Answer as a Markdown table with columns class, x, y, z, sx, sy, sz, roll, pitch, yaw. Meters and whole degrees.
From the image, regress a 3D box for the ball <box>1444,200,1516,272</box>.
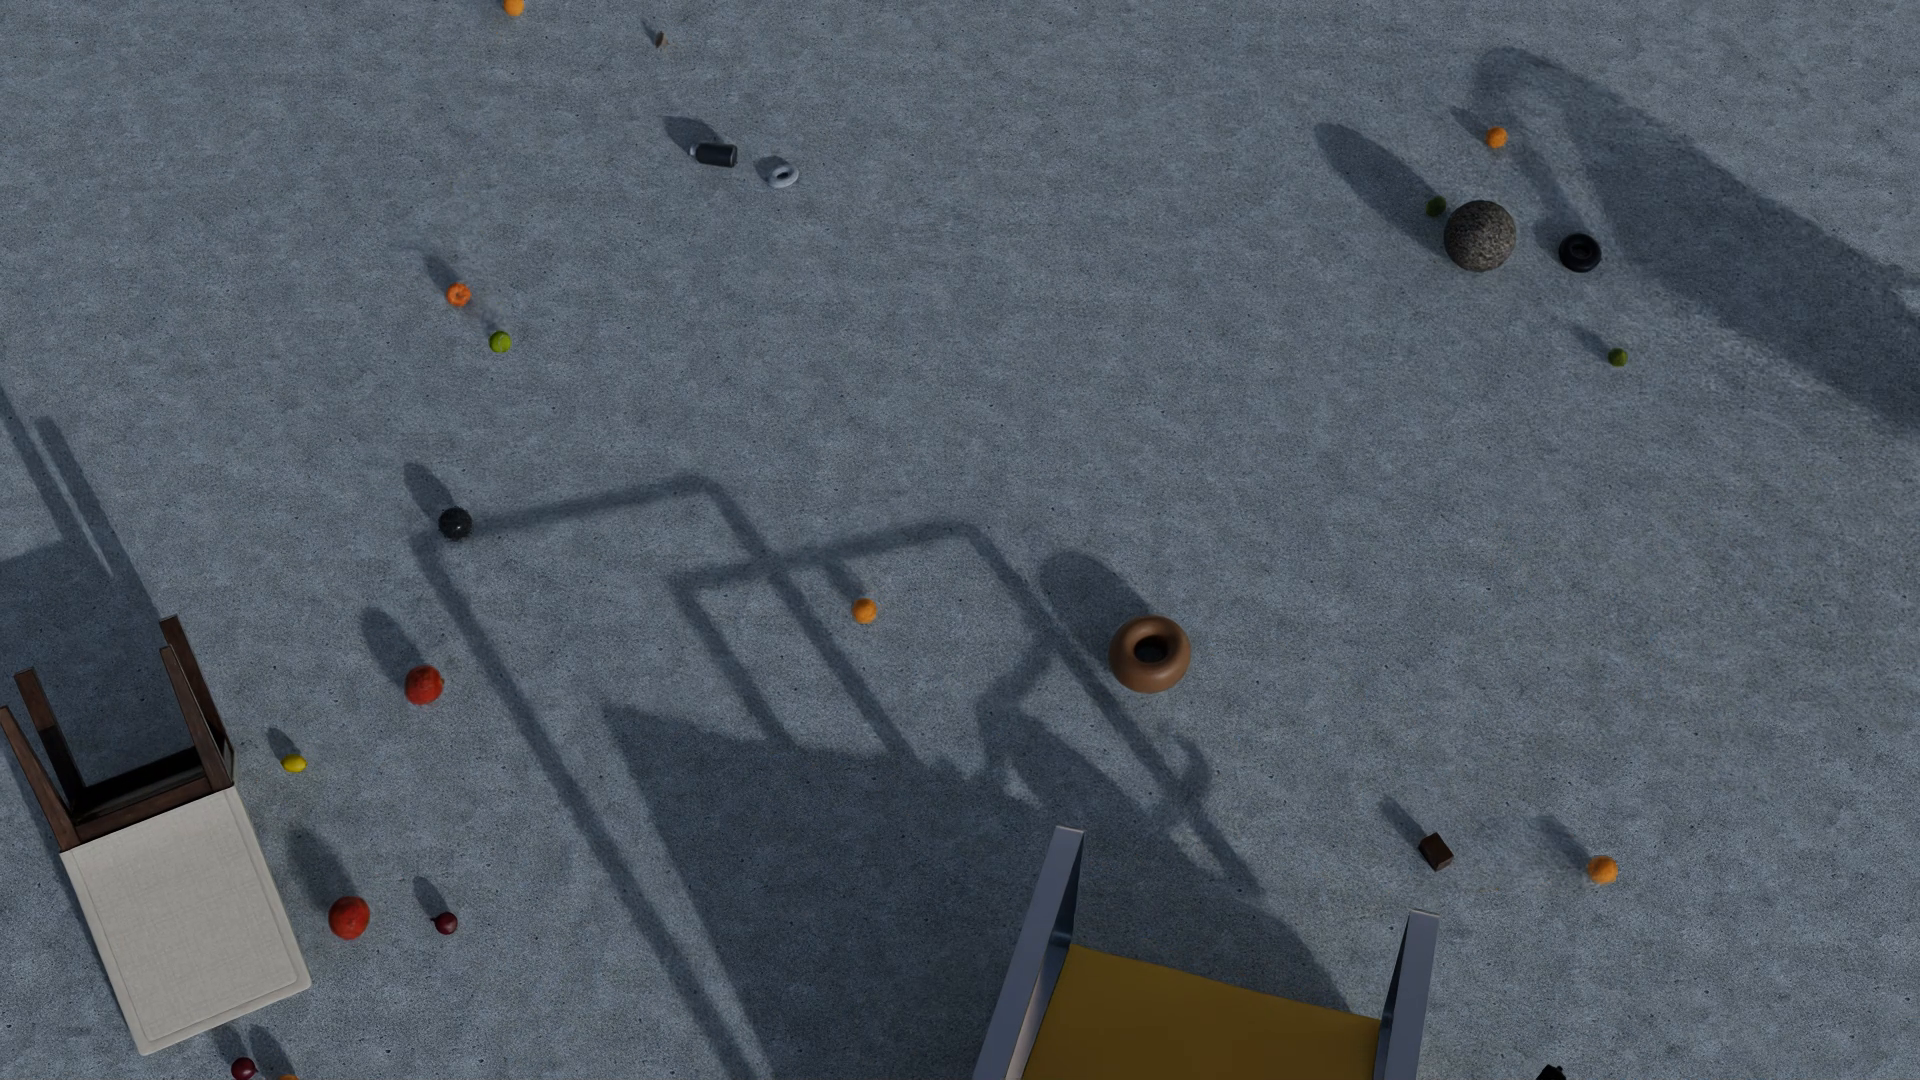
| class | x | y | z | sx | sy | sz | roll | pitch | yaw |
| --- | --- | --- | --- | --- | --- | --- | --- | --- | --- |
| ball | 1.677 | -0.980 | 7.093 | 0.231 | 0.231 | 0.231 | 0 | 56 | 0 |

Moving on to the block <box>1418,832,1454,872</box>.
| class | x | y | z | sx | sy | sz | roll | pitch | yaw |
| --- | --- | --- | --- | --- | --- | --- | --- | --- | --- |
| block | 1.293 | 0.848 | 5.973 | 0.050 | 0.054 | 0.081 | -24 | 59 | -15 |

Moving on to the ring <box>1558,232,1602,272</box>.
| class | x | y | z | sx | sy | sz | roll | pitch | yaw |
| --- | --- | --- | --- | --- | --- | --- | --- | --- | --- |
| ring | 2.023 | -0.937 | 7.175 | 0.137 | 0.047 | 0.157 | 5 | 57 | 4 |

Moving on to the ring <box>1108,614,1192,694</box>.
| class | x | y | z | sx | sy | sz | roll | pitch | yaw |
| --- | --- | --- | --- | --- | --- | --- | --- | --- | --- |
| ring | 0.543 | 0.326 | 6.286 | 0.242 | 0.118 | 0.231 | -40 | 64 | -22 |

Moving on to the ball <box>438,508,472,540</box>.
| class | x | y | z | sx | sy | sz | roll | pitch | yaw |
| --- | --- | --- | --- | --- | --- | --- | --- | --- | --- |
| ball | -1.502 | -0.049 | 6.547 | 0.098 | 0.098 | 0.098 | 0 | 56 | 0 |

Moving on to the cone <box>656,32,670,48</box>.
| class | x | y | z | sx | sy | sz | roll | pitch | yaw |
| --- | --- | --- | --- | --- | --- | --- | --- | --- | --- |
| cone | -1.040 | -1.750 | 7.734 | 0.041 | 0.056 | 0.071 | 22 | 30 | -28 |

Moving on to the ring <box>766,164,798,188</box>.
| class | x | y | z | sx | sy | sz | roll | pitch | yaw |
| --- | --- | --- | --- | --- | --- | --- | --- | --- | --- |
| ring | -0.594 | -1.220 | 7.376 | 0.116 | 0.029 | 0.089 | -30 | 60 | -19 |
